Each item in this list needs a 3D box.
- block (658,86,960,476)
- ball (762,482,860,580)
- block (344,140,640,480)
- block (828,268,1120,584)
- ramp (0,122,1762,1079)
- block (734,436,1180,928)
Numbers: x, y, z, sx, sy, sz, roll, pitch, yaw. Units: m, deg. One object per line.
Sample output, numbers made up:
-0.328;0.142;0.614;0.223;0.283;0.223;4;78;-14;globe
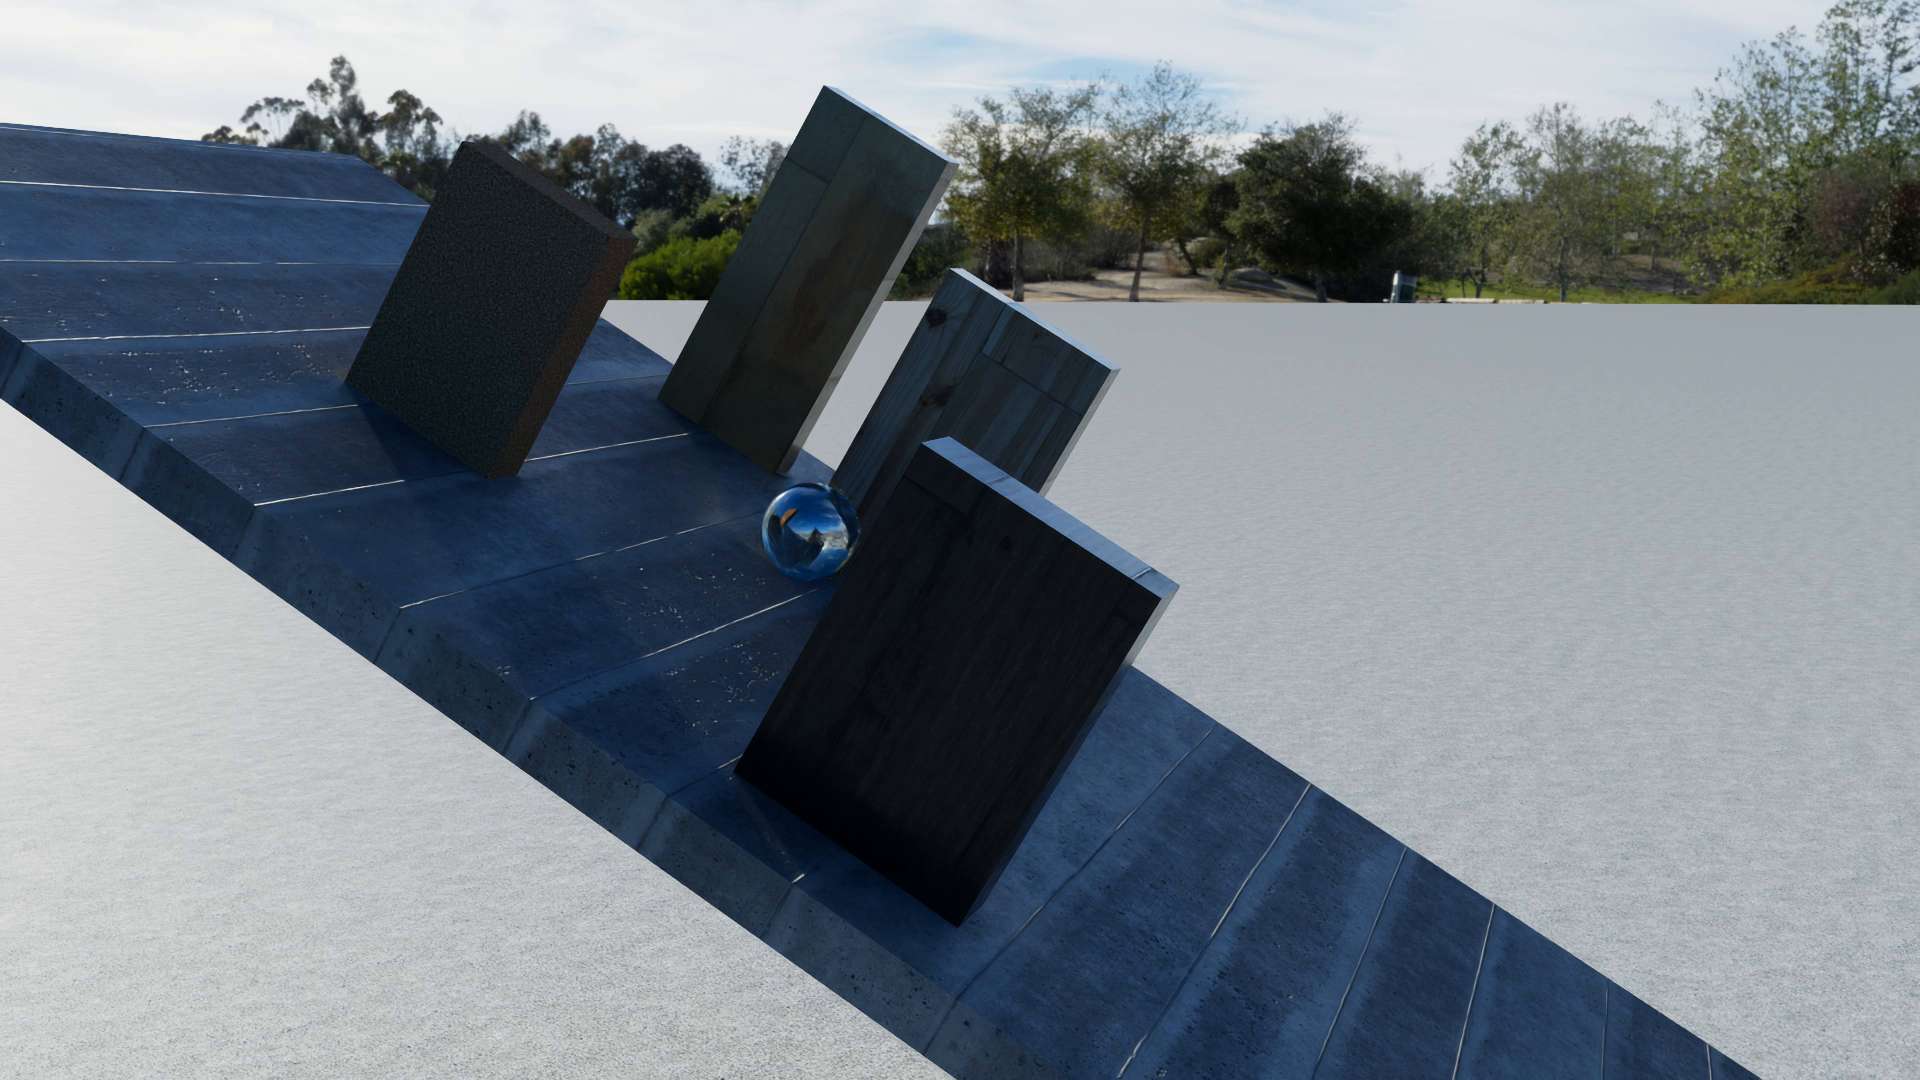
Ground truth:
-0.339;-0.566;4.838;0.328;0.789;0.085;33;15;11;block
-0.292;-0.017;4.295;0.191;0.191;0.191;0;7;0;ball
-0.839;-0.409;3.931;0.331;0.495;0.113;33;15;11;block
-0.014;-0.156;4.364;0.377;0.660;0.084;33;15;11;block
-0.171;0.281;4.121;4.000;0.100;2.000;33;15;11;ramp
-0.010;0.210;3.296;0.417;0.591;0.135;33;15;11;block
